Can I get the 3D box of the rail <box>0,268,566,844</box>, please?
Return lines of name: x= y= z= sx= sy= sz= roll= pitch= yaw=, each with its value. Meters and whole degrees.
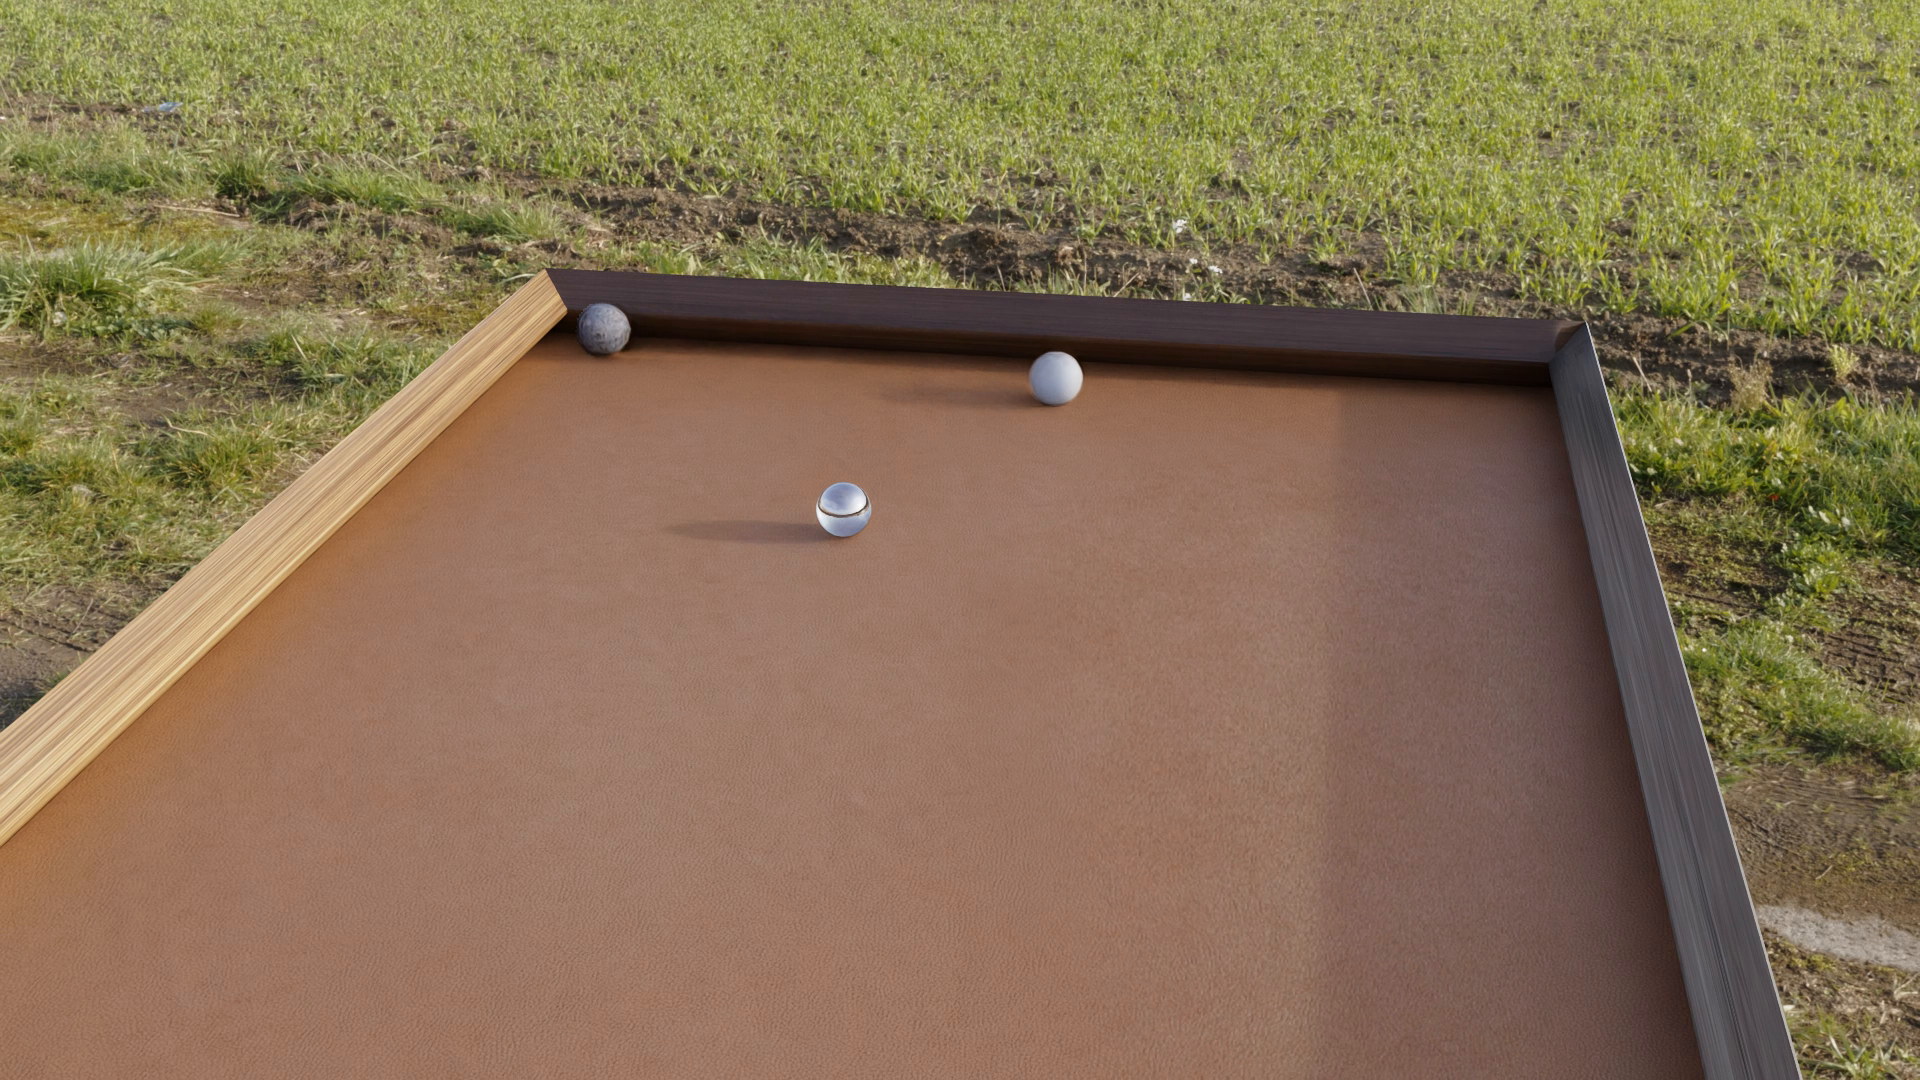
rail: x=-0.758 y=0.208 z=1.767 sx=0.045 sy=0.088 sz=2.650 roll=4 pitch=24 yaw=9

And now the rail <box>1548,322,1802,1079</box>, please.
rail: x=0.535 y=0.298 z=1.565 sx=0.045 sy=0.088 sz=2.650 roll=4 pitch=24 yaw=9

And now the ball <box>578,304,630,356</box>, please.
ball: x=-0.466 y=-0.276 z=2.880 sx=0.068 sy=0.068 sz=0.068 roll=0 pitch=24 yaw=0

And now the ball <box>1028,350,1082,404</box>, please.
ball: x=0.118 y=-0.200 z=2.713 sx=0.066 sy=0.066 sz=0.066 roll=0 pitch=24 yaw=0

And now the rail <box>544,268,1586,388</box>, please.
rail: x=0.107 y=-0.269 z=2.838 sx=1.359 sy=0.088 sz=0.045 roll=4 pitch=24 yaw=9

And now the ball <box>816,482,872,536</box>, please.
ball: x=-0.124 y=-0.033 z=2.346 sx=0.059 sy=0.059 sz=0.059 roll=0 pitch=24 yaw=0
